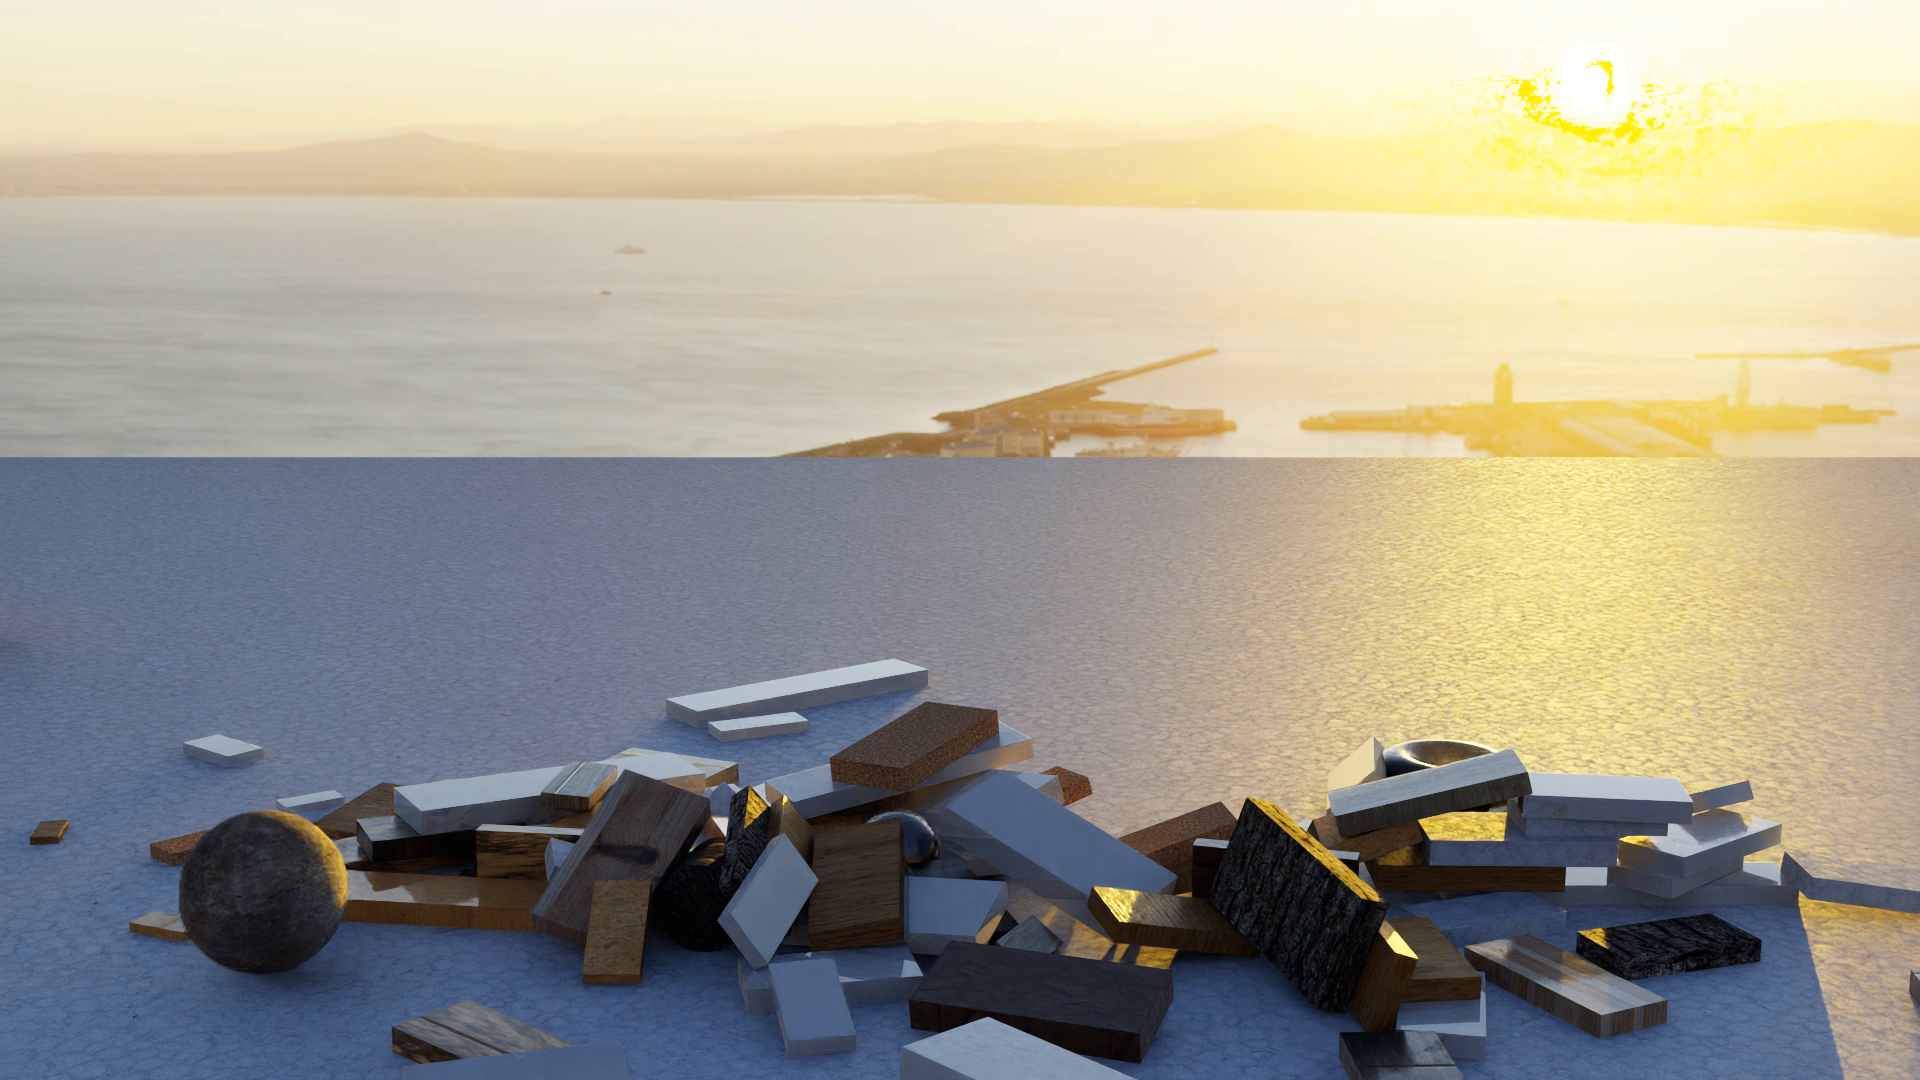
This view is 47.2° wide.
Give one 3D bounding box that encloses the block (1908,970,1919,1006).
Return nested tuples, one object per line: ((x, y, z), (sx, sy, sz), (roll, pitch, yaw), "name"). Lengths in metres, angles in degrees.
((1.516, 0.665, 3.171), (0.246, 0.035, 0.123), (1, 11, 8), "block")

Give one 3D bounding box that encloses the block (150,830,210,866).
((-1.334, 0.538, 3.886), (0.081, 0.023, 0.162), (10, 15, 43), "block")

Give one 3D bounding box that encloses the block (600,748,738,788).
((-0.573, 0.454, 4.306), (0.249, 0.035, 0.125), (5, 12, 26), "block")

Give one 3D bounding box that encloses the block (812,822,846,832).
((-0.264, 0.530, 3.804), (0.140, 0.070, 0.020), (-2, -24, -13), "block")

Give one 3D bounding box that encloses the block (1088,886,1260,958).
((0.333, 0.590, 3.396), (0.247, 0.035, 0.123), (10, 14, -19), "block")

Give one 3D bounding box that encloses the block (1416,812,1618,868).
((0.915, 0.495, 3.641), (0.304, 0.043, 0.152), (1, 11, 0), "block")

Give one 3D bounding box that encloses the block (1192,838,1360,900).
((0.501, 0.554, 3.504), (0.260, 0.130, 0.037), (3, 11, 16), "block")

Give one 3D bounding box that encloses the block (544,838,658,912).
((-0.557, 0.548, 3.563), (0.227, 0.032, 0.113), (19, 11, -18), "block")

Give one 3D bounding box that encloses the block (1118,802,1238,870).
((0.339, 0.518, 3.718), (0.260, 0.037, 0.130), (-19, 10, -3), "block")

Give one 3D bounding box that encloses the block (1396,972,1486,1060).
((0.687, 0.672, 3.136), (0.121, 0.034, 0.242), (2, 11, 13), "block")

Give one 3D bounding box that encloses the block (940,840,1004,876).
((0.079, 0.541, 3.787), (0.229, 0.032, 0.114), (0, 9, -30), "block")

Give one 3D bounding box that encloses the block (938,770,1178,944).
((0.158, 0.509, 3.573), (0.354, 0.050, 0.177), (29, 30, 25), "block")

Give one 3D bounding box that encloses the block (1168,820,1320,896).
((0.456, 0.530, 3.649), (0.260, 0.037, 0.130), (-16, 7, 23), "block")

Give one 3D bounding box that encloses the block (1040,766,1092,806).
((0.113, 0.477, 3.980), (0.229, 0.032, 0.114), (-22, 15, -24), "block")

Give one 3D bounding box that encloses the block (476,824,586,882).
((-0.687, 0.536, 3.649), (0.227, 0.113, 0.032), (2, 11, 8), "block")

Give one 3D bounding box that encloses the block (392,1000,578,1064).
((-0.644, 0.696, 3.001), (0.257, 0.036, 0.129), (9, 14, 40), "block")

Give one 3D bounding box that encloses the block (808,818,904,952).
((-0.160, 0.537, 3.435), (0.140, 0.040, 0.280), (-10, 25, 3), "block")

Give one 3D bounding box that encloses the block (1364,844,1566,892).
((0.834, 0.537, 3.653), (0.304, 0.043, 0.152), (0, 11, 2), "block")

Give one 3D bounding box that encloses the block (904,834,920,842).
((-0.037, 0.486, 3.975), (0.229, 0.032, 0.114), (-18, 14, -11), "block")

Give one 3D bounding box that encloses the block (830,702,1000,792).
((-0.077, 0.363, 3.887), (0.153, 0.043, 0.307), (4, 17, 32), "block")

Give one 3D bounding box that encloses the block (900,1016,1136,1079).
((0.103, 0.708, 2.830), (0.338, 0.048, 0.169), (13, 13, 41), "block")

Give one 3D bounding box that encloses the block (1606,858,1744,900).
((1.191, 0.541, 3.658), (0.233, 0.033, 0.117), (-9, 13, -42), "block")

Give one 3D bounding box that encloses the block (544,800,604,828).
((-0.637, 0.494, 3.740), (0.248, 0.035, 0.124), (-24, 13, 0), "block")

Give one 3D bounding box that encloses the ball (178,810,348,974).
((-1.049, 0.531, 3.318), (0.245, 0.245, 0.245), (0, 11, 0), "ball")

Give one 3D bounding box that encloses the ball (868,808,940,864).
((-0.104, 0.519, 3.657), (0.143, 0.143, 0.143), (0, 11, 0), "ball")

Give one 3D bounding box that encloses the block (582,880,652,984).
((-0.519, 0.593, 3.334), (0.086, 0.024, 0.172), (0, 44, 0), "block")

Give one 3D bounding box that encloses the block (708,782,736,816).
((-0.371, 0.491, 3.744), (0.022, 0.155, 0.077), (-44, 4, 41), "block")

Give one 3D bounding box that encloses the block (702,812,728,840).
((-0.300, 0.521, 3.676), (0.248, 0.035, 0.124), (19, 7, -25), "block")

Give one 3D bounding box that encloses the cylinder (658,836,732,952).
((-0.387, 0.557, 3.464), (0.141, 0.141, 0.141), (2, 11, 9), "cylinder")

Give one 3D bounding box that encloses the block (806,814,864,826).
((-0.237, 0.519, 3.861), (0.140, 0.070, 0.020), (2, 10, 8), "block")

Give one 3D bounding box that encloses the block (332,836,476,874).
((-0.980, 0.542, 3.825), (0.265, 0.037, 0.132), (-7, 13, -33), "block")

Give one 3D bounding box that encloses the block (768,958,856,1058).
((-0.211, 0.659, 3.109), (0.095, 0.027, 0.190), (-3, 23, -13), "block")

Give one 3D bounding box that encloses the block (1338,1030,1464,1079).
((0.590, 0.716, 2.889), (0.131, 0.037, 0.262), (0, 11, -2), "block")

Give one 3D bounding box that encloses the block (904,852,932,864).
((-0.107, 0.557, 3.792), (0.140, 0.020, 0.070), (2, 11, 11), "block")

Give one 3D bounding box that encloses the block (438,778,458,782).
((-0.897, 0.486, 4.146), (0.218, 0.031, 0.109), (2, 11, 13), "block")

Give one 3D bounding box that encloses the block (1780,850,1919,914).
((1.503, 0.566, 3.603), (0.267, 0.038, 0.134), (8, 11, 0), "block")

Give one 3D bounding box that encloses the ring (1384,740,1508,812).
((0.922, 0.451, 4.163), (0.283, 0.094, 0.283), (1, 11, 0), "ring")

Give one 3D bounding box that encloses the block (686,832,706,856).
((-0.396, 0.527, 3.624), (0.248, 0.035, 0.124), (20, 6, -16), "block")

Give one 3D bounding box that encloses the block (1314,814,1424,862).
((0.611, 0.512, 3.691), (0.304, 0.043, 0.152), (-20, 9, 4), "block")

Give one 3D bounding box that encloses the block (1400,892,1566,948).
((0.832, 0.604, 3.505), (0.233, 0.033, 0.117), (-4, 11, -21), "block")
